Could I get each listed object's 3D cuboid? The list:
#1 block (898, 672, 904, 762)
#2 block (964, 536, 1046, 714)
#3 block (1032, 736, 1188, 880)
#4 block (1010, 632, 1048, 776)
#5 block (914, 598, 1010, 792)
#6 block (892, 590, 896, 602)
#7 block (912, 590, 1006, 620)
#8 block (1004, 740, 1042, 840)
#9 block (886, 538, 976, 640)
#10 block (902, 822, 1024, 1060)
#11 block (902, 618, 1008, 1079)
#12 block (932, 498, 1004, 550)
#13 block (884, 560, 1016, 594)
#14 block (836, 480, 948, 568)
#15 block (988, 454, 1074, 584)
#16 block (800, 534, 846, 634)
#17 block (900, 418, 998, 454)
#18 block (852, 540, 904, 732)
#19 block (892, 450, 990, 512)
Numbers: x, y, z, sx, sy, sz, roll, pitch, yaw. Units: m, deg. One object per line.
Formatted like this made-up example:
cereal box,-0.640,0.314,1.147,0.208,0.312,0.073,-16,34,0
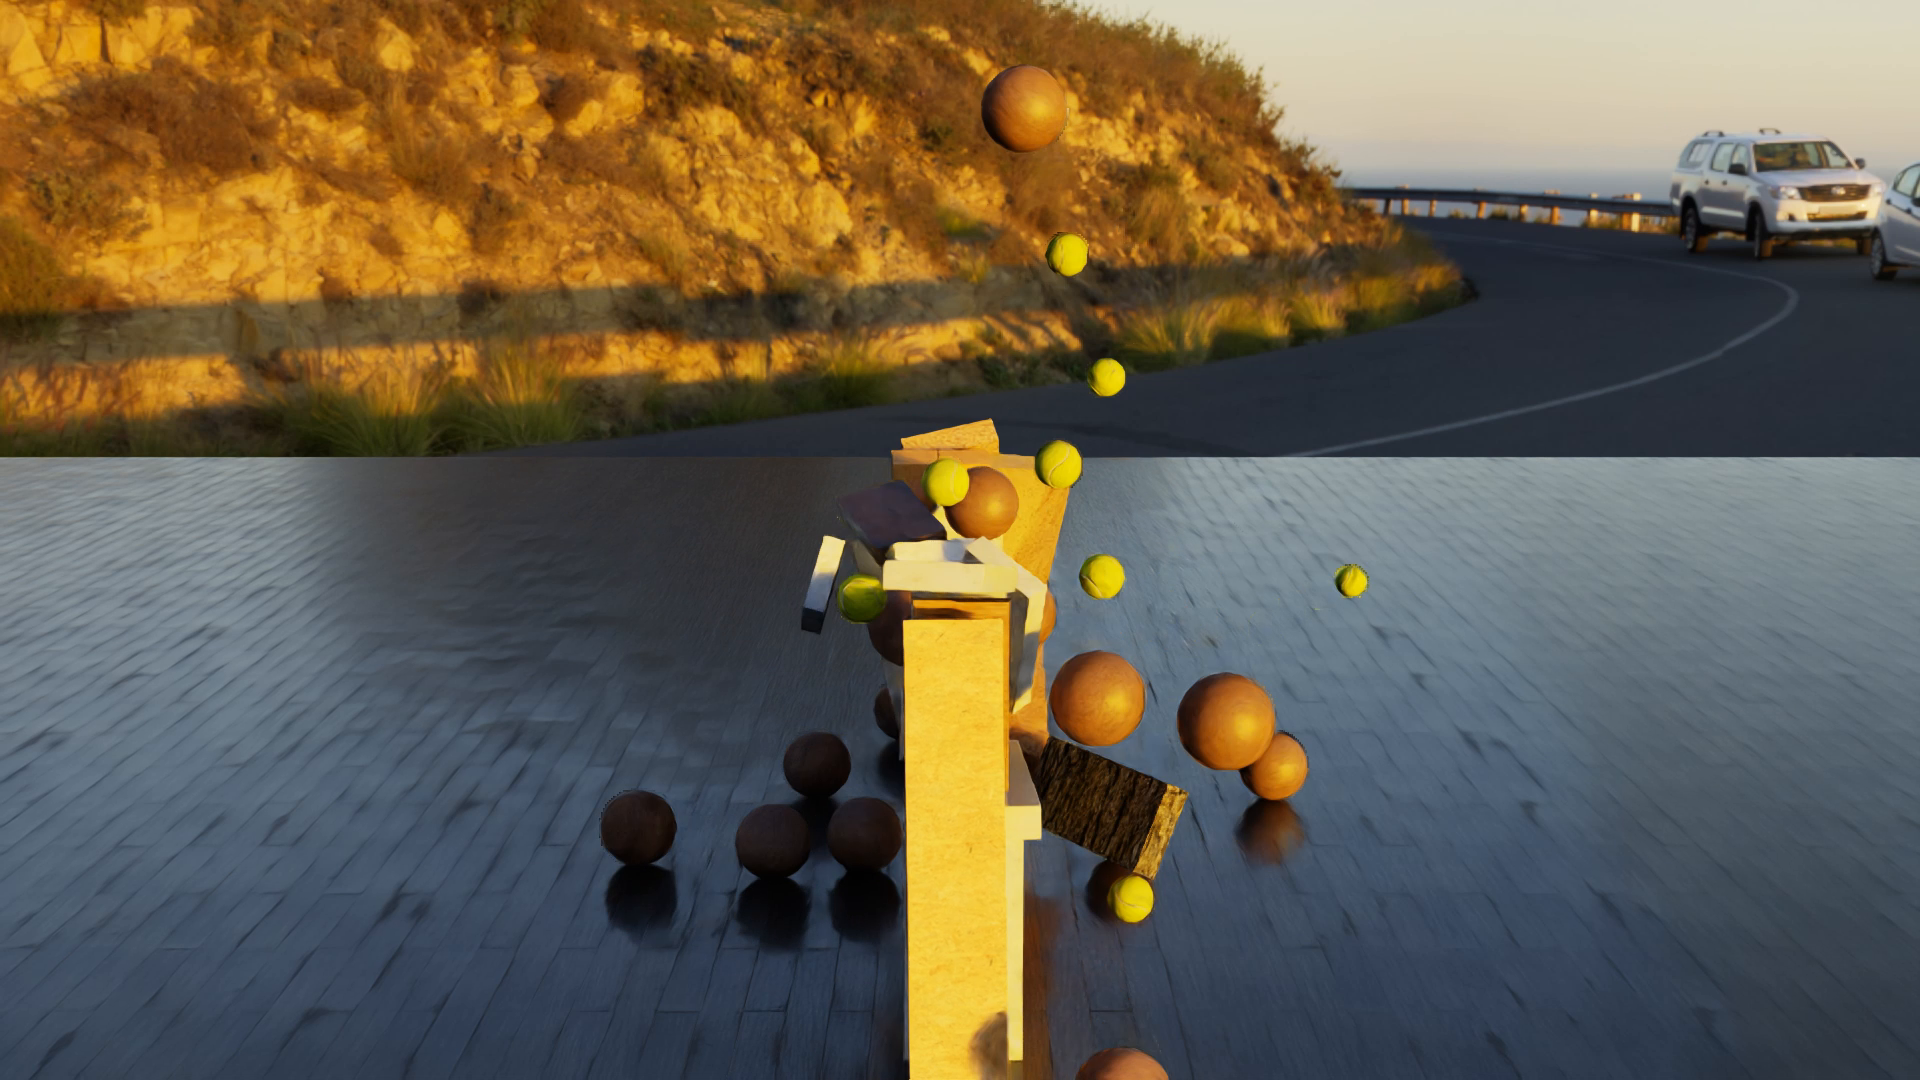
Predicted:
block,-0.021,0.225,3.267,0.041,0.146,0.292,10,-24,-18
block,0.056,0.128,3.240,0.037,0.259,0.130,-34,58,-32
block,0.201,0.381,3.174,0.037,0.130,0.336,24,-4,-27
block,0.060,0.236,3.466,0.146,0.041,0.313,18,34,-14
block,0.003,0.209,2.983,0.129,0.257,0.036,1,5,3
block,-0.034,0.142,3.671,0.122,0.244,0.035,-12,-15,-10
block,-0.001,0.196,3.056,0.130,0.259,0.037,0,10,2
block,0.016,0.347,3.076,0.162,0.046,0.324,-1,11,-4
block,-0.021,0.143,3.607,0.146,0.292,0.041,-4,-20,-22
block,0.004,0.549,3.003,0.162,0.324,0.046,0,10,1
block,-0.006,0.418,2.889,0.129,0.627,0.036,-1,0,-3
block,0.012,0.046,4.002,0.125,0.250,0.035,-1,21,-4
block,-0.010,0.049,2.893,0.129,0.036,0.257,2,-1,11
block,-0.118,-0.031,3.772,0.122,0.035,0.244,-16,26,-14
block,0.061,0.146,4.231,0.173,0.694,0.049,2,33,-16
block,-0.234,0.079,3.741,0.035,0.125,0.250,16,-12,-2
block,-0.019,-0.094,4.177,0.173,0.049,0.346,-13,-31,-8
block,-0.075,0.200,3.818,0.122,0.439,0.035,-14,3,3
block,-0.040,-0.005,4.047,0.173,0.346,0.049,-1,34,-4
